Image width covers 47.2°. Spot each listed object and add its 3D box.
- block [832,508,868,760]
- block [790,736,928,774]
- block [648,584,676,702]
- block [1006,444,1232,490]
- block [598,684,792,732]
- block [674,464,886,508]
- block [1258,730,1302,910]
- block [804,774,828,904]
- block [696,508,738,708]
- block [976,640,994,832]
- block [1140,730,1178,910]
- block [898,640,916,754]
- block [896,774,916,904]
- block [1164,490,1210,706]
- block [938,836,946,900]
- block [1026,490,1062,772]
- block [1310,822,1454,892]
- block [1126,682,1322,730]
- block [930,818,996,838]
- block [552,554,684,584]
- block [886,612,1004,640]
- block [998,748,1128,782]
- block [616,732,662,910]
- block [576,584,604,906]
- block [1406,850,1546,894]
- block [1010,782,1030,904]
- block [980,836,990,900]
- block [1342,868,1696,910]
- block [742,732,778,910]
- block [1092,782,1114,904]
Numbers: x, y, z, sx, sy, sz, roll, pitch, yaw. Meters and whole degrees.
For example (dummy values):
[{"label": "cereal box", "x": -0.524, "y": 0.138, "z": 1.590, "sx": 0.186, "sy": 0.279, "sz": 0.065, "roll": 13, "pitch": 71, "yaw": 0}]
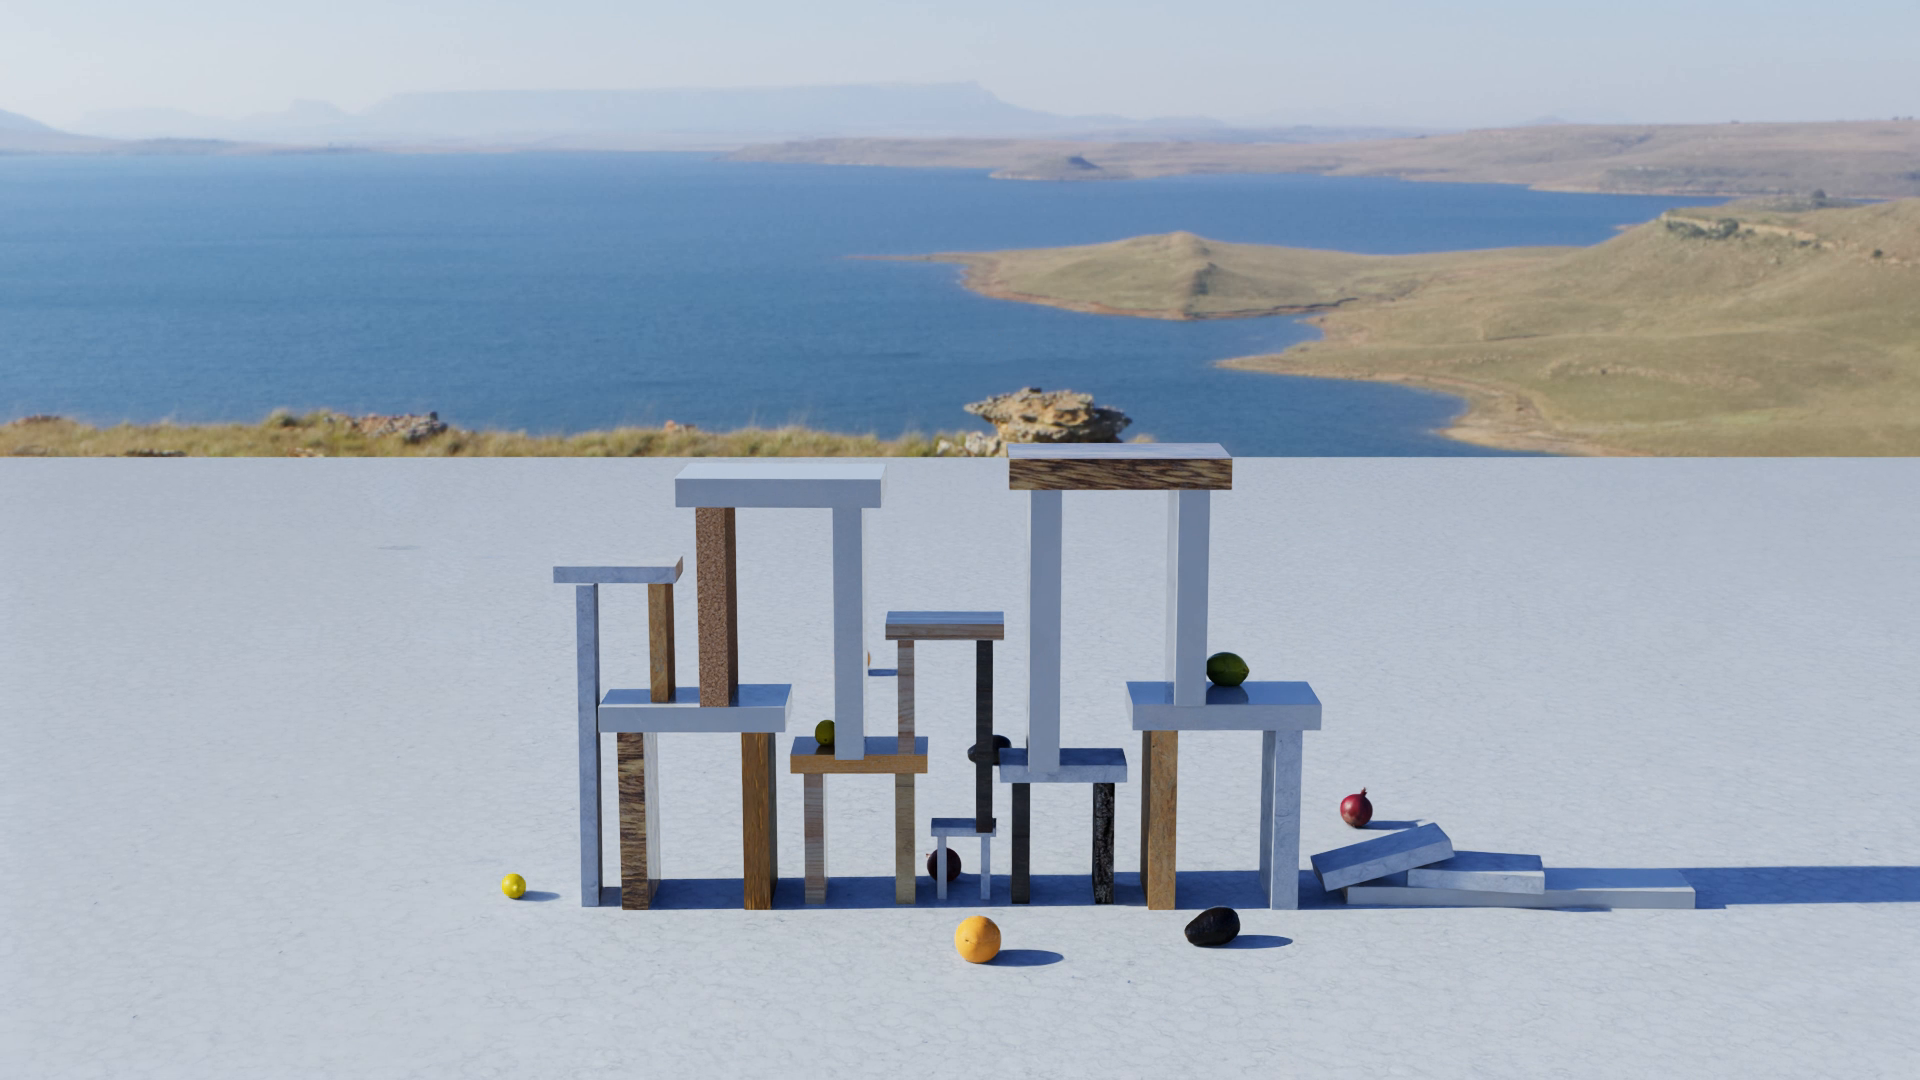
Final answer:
[{"label": "block", "x": -0.178, "y": 0.137, "z": 3.585, "sx": 0.046, "sy": 0.412, "sz": 0.162, "roll": 0, "pitch": 11, "yaw": 0}, {"label": "block", "x": -0.164, "y": 0.354, "z": 3.629, "sx": 0.223, "sy": 0.032, "sz": 0.112, "roll": 0, "pitch": 11, "yaw": 0}, {"label": "block", "x": -0.486, "y": 0.157, "z": 3.589, "sx": 0.028, "sy": 0.196, "sz": 0.098, "roll": 0, "pitch": 11, "yaw": 0}, {"label": "block", "x": 0.252, "y": -0.119, "z": 3.537, "sx": 0.350, "sy": 0.050, "sz": 0.175, "roll": 0, "pitch": 11, "yaw": 0}, {"label": "block", "x": -0.431, "y": 0.275, "z": 3.607, "sx": 0.300, "sy": 0.042, "sz": 0.150, "roll": 0, "pitch": 11, "yaw": 0}, {"label": "block", "x": -0.285, "y": -0.088, "z": 3.542, "sx": 0.325, "sy": 0.046, "sz": 0.162, "roll": 0, "pitch": 11, "yaw": 1}, {"label": "block", "x": 0.530, "y": 0.441, "z": 3.638, "sx": 0.043, "sy": 0.303, "sz": 0.152, "roll": 0, "pitch": 11, "yaw": 0}, {"label": "block", "x": -0.239, "y": 0.480, "z": 3.652, "sx": 0.032, "sy": 0.223, "sz": 0.112, "roll": 0, "pitch": 11, "yaw": 0}, {"label": "block", "x": -0.394, "y": 0.094, "z": 3.578, "sx": 0.046, "sy": 0.325, "sz": 0.162, "roll": 0, "pitch": 11, "yaw": 0}, {"label": "block", "x": 0.040, "y": 0.311, "z": 3.611, "sx": 0.027, "sy": 0.322, "sz": 0.095, "roll": 0, "pitch": 11, "yaw": 1}, {"label": "block", "x": 0.328, "y": 0.441, "z": 3.638, "sx": 0.043, "sy": 0.303, "sz": 0.152, "roll": 0, "pitch": 11, "yaw": -1}, {"label": "block", "x": -0.087, "y": 0.246, "z": 3.601, "sx": 0.027, "sy": 0.191, "sz": 0.095, "roll": 0, "pitch": 11, "yaw": 0}, {"label": "block", "x": -0.090, "y": 0.480, "z": 3.652, "sx": 0.032, "sy": 0.223, "sz": 0.112, "roll": 0, "pitch": 11, "yaw": 0}, {"label": "block", "x": 0.369, "y": 0.077, "z": 3.574, "sx": 0.050, "sy": 0.350, "sz": 0.175, "roll": 0, "pitch": 11, "yaw": 0}, {"label": "block", "x": -0.030, "y": 0.537, "z": 3.660, "sx": 0.015, "sy": 0.108, "sz": 0.054, "roll": 0, "pitch": 11, "yaw": 0}, {"label": "block", "x": 0.136, "y": 0.131, "z": 3.584, "sx": 0.050, "sy": 0.460, "sz": 0.175, "roll": 0, "pitch": 11, "yaw": 0}, {"label": "block", "x": 0.700, "y": 0.526, "z": 3.655, "sx": 0.218, "sy": 0.031, "sz": 0.109, "roll": -15, "pitch": 7, "yaw": 1}, {"label": "block", "x": 0.429, "y": 0.271, "z": 3.606, "sx": 0.303, "sy": 0.043, "sz": 0.152, "roll": 0, "pitch": 11, "yaw": 0}, {"label": "block", "x": 0.006, "y": 0.476, "z": 3.647, "sx": 0.108, "sy": 0.015, "sz": 0.054, "roll": 0, "pitch": 11, "yaw": 1}, {"label": "block", "x": -0.554, "y": 0.047, "z": 3.568, "sx": 0.196, "sy": 0.028, "sz": 0.098, "roll": 0, "pitch": 11, "yaw": 0}, {"label": "block", "x": -0.024, "y": 0.139, "z": 3.580, "sx": 0.191, "sy": 0.027, "sz": 0.095, "roll": 0, "pitch": 11, "yaw": 1}, {"label": "block", "x": 0.169, "y": 0.372, "z": 3.631, "sx": 0.207, "sy": 0.029, "sz": 0.103, "roll": 0, "pitch": 11, "yaw": 0}, {"label": "block", "x": -0.530, "y": 0.443, "z": 3.638, "sx": 0.042, "sy": 0.300, "sz": 0.150, "roll": 0, "pitch": 11, "yaw": 1}, {"label": "block", "x": -0.607, "y": 0.328, "z": 3.605, "sx": 0.028, "sy": 0.538, "sz": 0.098, "roll": 0, "pitch": 10, "yaw": -5}, {"label": "block", "x": 0.852, "y": 0.548, "z": 3.643, "sx": 0.218, "sy": 0.031, "sz": 0.109, "roll": 2, "pitch": 11, "yaw": 11}, {"label": "block", "x": 0.100, "y": 0.488, "z": 3.652, "sx": 0.029, "sy": 0.207, "sz": 0.104, "roll": 0, "pitch": 11, "yaw": 0}, {"label": "block", "x": 0.042, "y": 0.537, "z": 3.660, "sx": 0.015, "sy": 0.108, "sz": 0.054, "roll": 0, "pitch": 11, "yaw": 0}, {"label": "block", "x": 0.921, "y": 0.577, "z": 3.655, "sx": 0.564, "sy": 0.031, "sz": 0.109, "roll": 0, "pitch": 11, "yaw": 2}, {"label": "block", "x": -0.331, "y": 0.443, "z": 3.638, "sx": 0.042, "sy": 0.300, "sz": 0.150, "roll": 0, "pitch": 11, "yaw": 0}, {"label": "block", "x": 0.238, "y": 0.488, "z": 3.652, "sx": 0.029, "sy": 0.207, "sz": 0.103, "roll": 0, "pitch": 11, "yaw": 0}]
